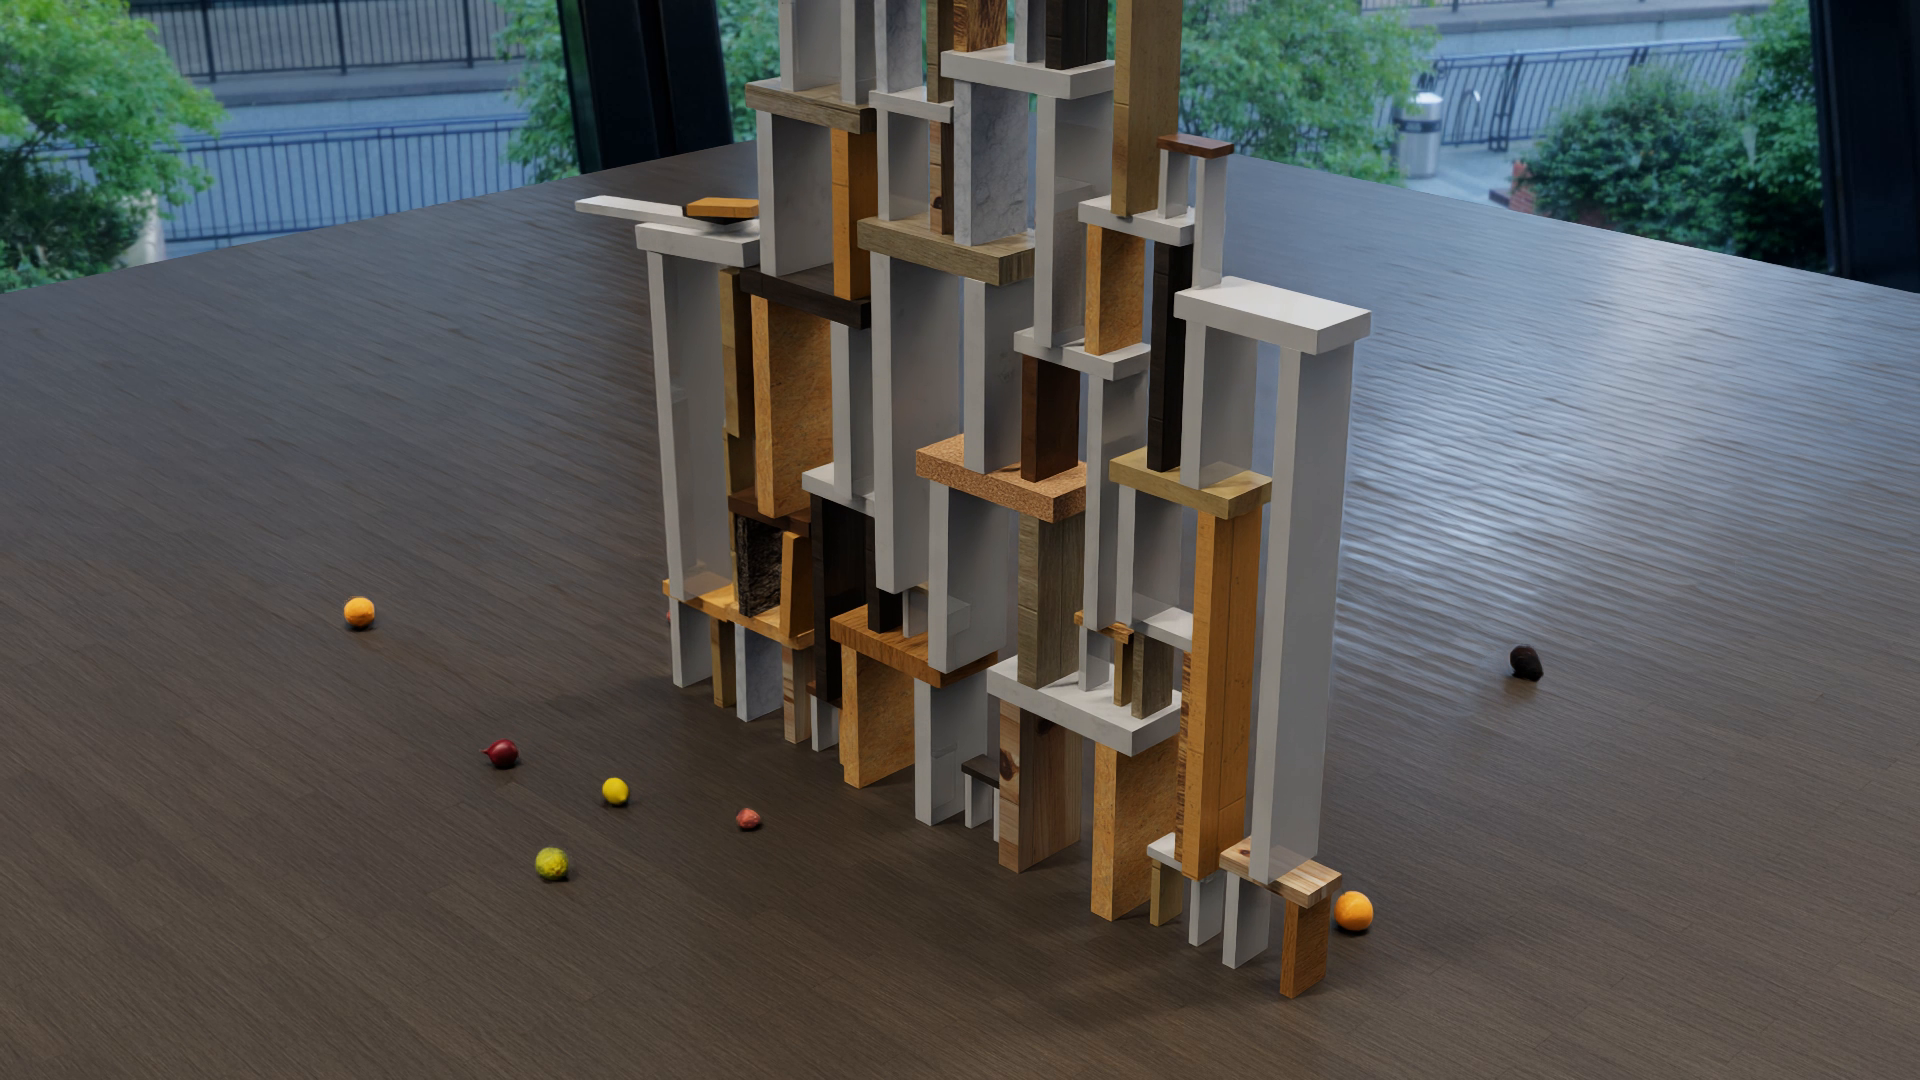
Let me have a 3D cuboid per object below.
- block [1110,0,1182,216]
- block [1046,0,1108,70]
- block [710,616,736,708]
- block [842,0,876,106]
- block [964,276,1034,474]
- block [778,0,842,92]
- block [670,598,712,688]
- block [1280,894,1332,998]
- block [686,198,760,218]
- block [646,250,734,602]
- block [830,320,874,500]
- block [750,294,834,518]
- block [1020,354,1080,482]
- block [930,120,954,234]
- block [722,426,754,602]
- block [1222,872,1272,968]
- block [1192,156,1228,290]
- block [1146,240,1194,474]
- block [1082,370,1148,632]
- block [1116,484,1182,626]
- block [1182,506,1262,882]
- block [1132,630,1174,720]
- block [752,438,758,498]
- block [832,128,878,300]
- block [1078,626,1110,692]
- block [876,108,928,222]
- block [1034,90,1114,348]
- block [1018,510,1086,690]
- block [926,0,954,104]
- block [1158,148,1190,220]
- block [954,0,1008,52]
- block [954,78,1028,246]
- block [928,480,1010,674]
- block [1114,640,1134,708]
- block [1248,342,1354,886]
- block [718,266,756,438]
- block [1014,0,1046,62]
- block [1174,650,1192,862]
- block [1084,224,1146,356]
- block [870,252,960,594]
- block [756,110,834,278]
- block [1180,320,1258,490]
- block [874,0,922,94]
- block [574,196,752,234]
[{"bbox_3d":[0.304,-0.761,3.565,0.120,0.456,0.034,-20,30,-39],"label":"block"},{"bbox_3d":[0.194,-0.906,3.630,0.034,0.239,0.120,20,30,38],"label":"block"},{"bbox_3d":[-0.498,0.254,4.882,0.109,0.219,0.031,-20,30,-39],"label":"block"},{"bbox_3d":[-0.158,-0.931,4.005,0.036,0.255,0.127,22,31,38],"label":"block"},{"bbox_3d":[0.088,-0.316,3.989,0.051,0.360,0.180,21,31,40],"label":"block"},{"bbox_3d":[-0.279,-0.977,4.110,0.036,0.255,0.127,21,31,40],"label":"block"},{"bbox_3d":[-0.600,0.215,4.975,0.031,0.219,0.109,22,31,40],"label":"block"},{"bbox_3d":[0.608,0.700,3.864,0.097,0.193,0.027,-21,31,-41],"label":"block"},{"bbox_3d":[-0.461,-0.663,4.385,0.149,0.021,0.075,6,22,26],"label":"block"},{"bbox_3d":[-0.564,-0.255,4.725,0.049,0.778,0.172,20,30,40],"label":"block"},{"bbox_3d":[-0.167,-0.272,4.296,0.050,0.353,0.176,21,31,40],"label":"block"},{"bbox_3d":[-0.334,-0.288,4.474,0.176,0.466,0.050,-21,31,-40],"label":"block"},{"bbox_3d":[0.163,-0.232,3.950,0.033,0.236,0.118,21,31,40],"label":"block"},{"bbox_3d":[-0.008,-0.659,3.946,0.029,0.203,0.102,21,31,40],"label":"block"},{"bbox_3d":[-0.463,-0.060,4.710,0.066,0.401,0.019,-17,27,-34],"label":"block"},{"bbox_3d":[0.517,0.664,3.948,0.027,0.194,0.097,21,31,41],"label":"block"},{"bbox_3d":[0.404,-0.517,3.562,0.016,0.218,0.057,21,31,40],"label":"block"},{"bbox_3d":[0.369,-0.316,3.693,0.113,0.397,0.032,-21,31,-40],"label":"block"},{"bbox_3d":[0.275,-0.077,3.895,0.118,0.478,0.033,-21,31,-40],"label":"block"},{"bbox_3d":[0.333,0.009,3.859,0.129,0.258,0.037,-21,31,-40],"label":"block"},{"bbox_3d":[0.455,0.262,3.834,0.037,0.704,0.129,21,31,40],"label":"block"},{"bbox_3d":[0.347,0.230,3.949,0.085,0.170,0.024,-21,31,-41],"label":"block"},{"bbox_3d":[-0.397,-0.155,4.589,0.066,0.131,0.019,-15,26,-31],"label":"block"},{"bbox_3d":[-0.165,-0.626,4.139,0.160,0.320,0.045,-21,31,-41],"label":"block"},{"bbox_3d":[0.248,0.208,4.051,0.065,0.130,0.018,-21,31,-41],"label":"block"},{"bbox_3d":[-0.104,-0.695,4.032,0.029,0.203,0.102,21,31,40],"label":"block"},{"bbox_3d":[0.194,-0.556,3.772,0.041,0.433,0.146,21,31,40],"label":"block"},{"bbox_3d":[0.184,0.089,4.060,0.171,0.343,0.049,-21,31,-40],"label":"block"},{"bbox_3d":[-0.016,-0.873,3.872,0.027,0.191,0.095,20,30,39],"label":"block"},{"bbox_3d":[0.350,-0.586,3.591,0.016,0.114,0.057,22,31,40],"label":"block"},{"bbox_3d":[0.035,-0.953,3.774,0.030,0.212,0.106,19,29,38],"label":"block"},{"bbox_3d":[0.055,-0.676,3.873,0.041,0.292,0.146,21,31,40],"label":"block"},{"bbox_3d":[0.018,0.048,4.218,0.049,0.390,0.171,22,31,39],"label":"block"},{"bbox_3d":[0.309,0.232,3.994,0.065,0.130,0.018,-21,31,-41],"label":"block"},{"bbox_3d":[0.566,0.126,3.663,0.143,0.964,0.040,-21,31,-41],"label":"block"},{"bbox_3d":[-0.399,-0.395,4.498,0.172,0.345,0.049,-17,29,-34],"label":"block"},{"bbox_3d":[0.140,-0.916,3.687,0.106,0.212,0.030,-21,31,-40],"label":"block"},{"bbox_3d":[0.427,0.377,3.924,0.085,0.422,0.024,-21,31,-41],"label":"block"},{"bbox_3d":[0.266,-0.438,3.760,0.113,0.226,0.032,-21,31,-40],"label":"block"},{"bbox_3d":[-0.083,-0.237,4.208,0.051,0.675,0.180,21,31,40],"label":"block"},{"bbox_3d":[-0.316,-0.686,4.277,0.045,0.320,0.160,22,31,40],"label":"block"},{"bbox_3d":[0.432,-0.239,3.655,0.040,0.285,0.143,21,31,40],"label":"block"},{"bbox_3d":[-0.110,-0.907,3.953,0.027,0.191,0.095,17,28,37],"label":"block"},{"bbox_3d":[-0.624,-0.681,4.590,0.487,0.021,0.075,15,27,41],"label":"block"}]
